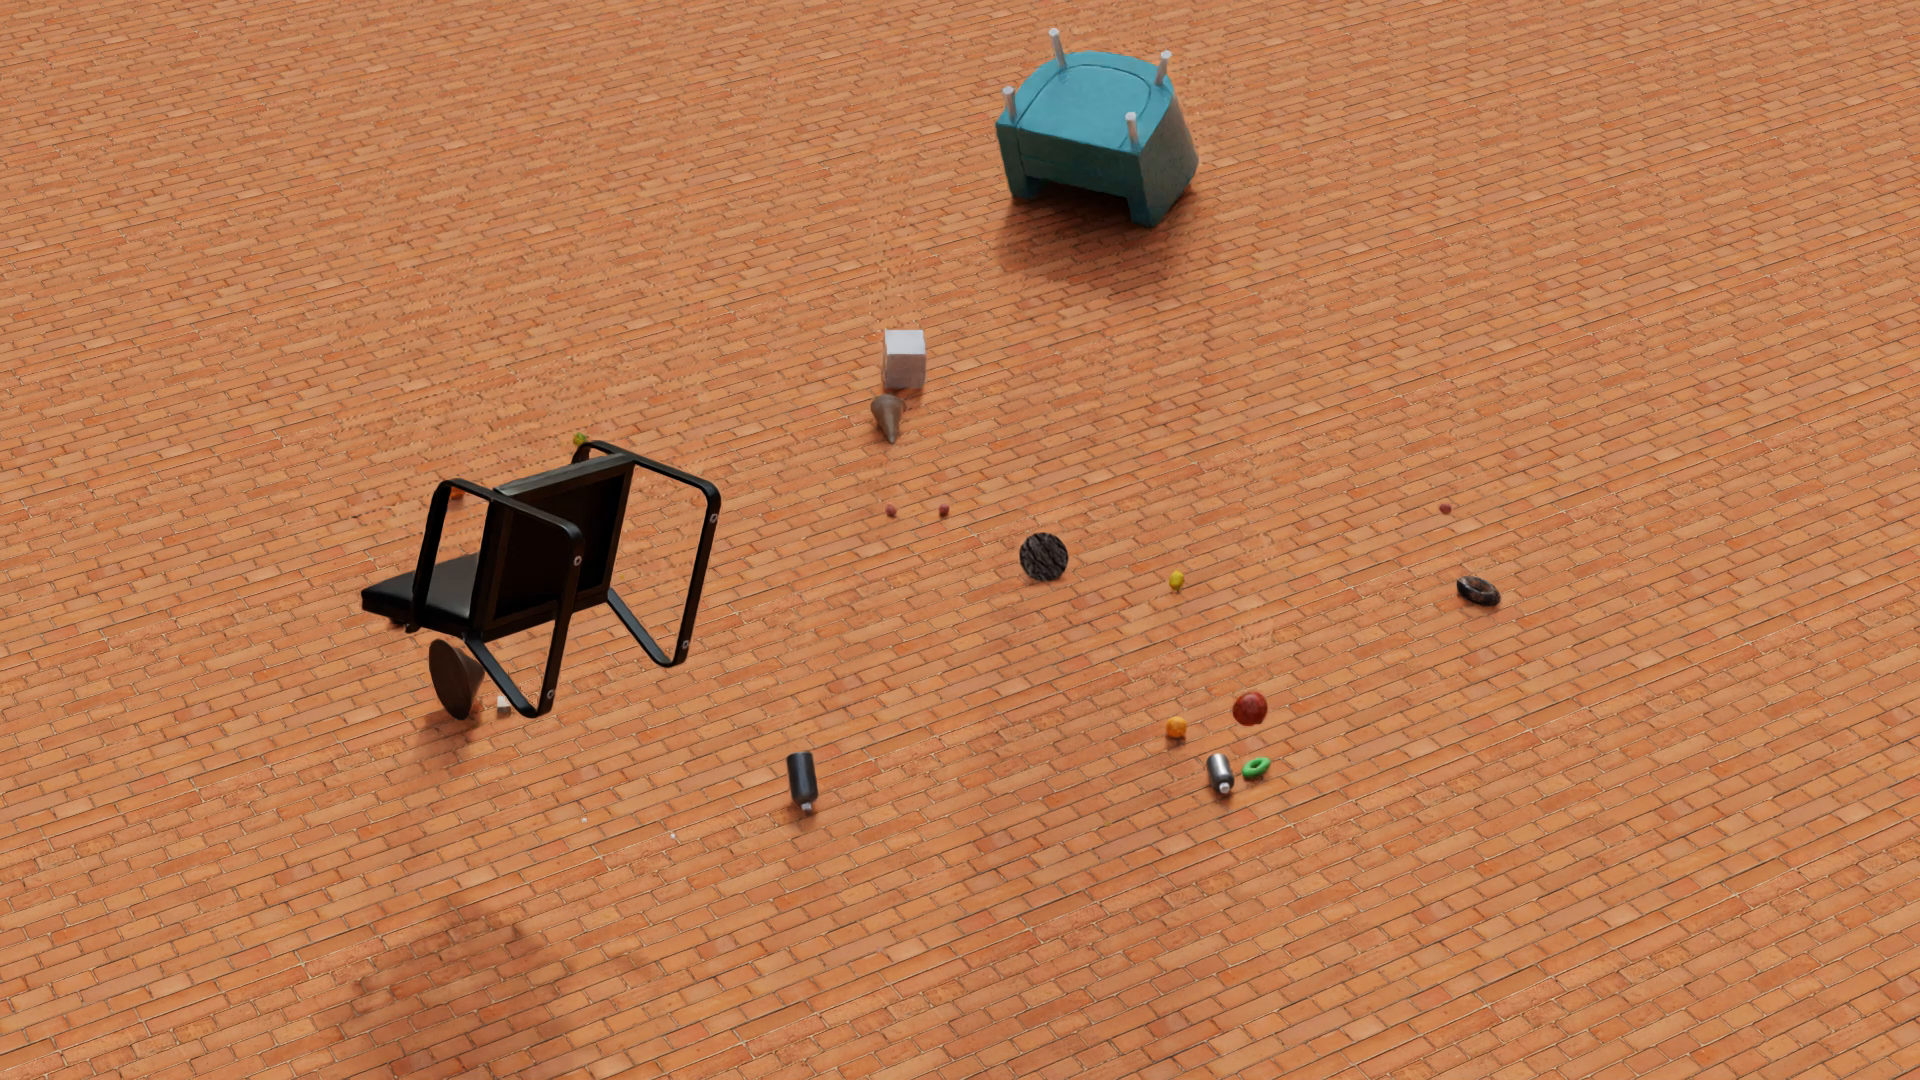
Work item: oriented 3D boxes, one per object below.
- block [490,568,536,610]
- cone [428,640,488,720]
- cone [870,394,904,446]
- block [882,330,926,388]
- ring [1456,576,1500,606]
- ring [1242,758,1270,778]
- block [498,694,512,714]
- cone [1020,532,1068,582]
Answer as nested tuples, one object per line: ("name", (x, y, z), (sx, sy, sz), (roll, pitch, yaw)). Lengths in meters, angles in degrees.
("block", (-1.616, 0.178, 10.590), (0.111, 0.067, 0.110), (20, 53, 28))
("cone", (-1.682, 0.459, 10.040), (0.156, 0.226, 0.291), (-17, 80, -40))
("cone", (-0.276, -0.446, 11.553), (0.130, 0.161, 0.201), (-13, 56, 4))
("block", (-0.228, -0.735, 11.897), (0.157, 0.162, 0.184), (1, 36, -6))
("ring", (1.878, 0.185, 10.620), (0.110, 0.050, 0.184), (-28, 43, -34))
("ring", (0.987, 0.759, 9.763), (0.066, 0.031, 0.126), (21, 37, 39))
("block", (-1.564, 0.561, 10.069), (0.045, 0.027, 0.076), (-3, 33, -4))
("cone", (0.305, 0.070, 10.778), (0.178, 0.097, 0.185), (-33, 82, -6))
